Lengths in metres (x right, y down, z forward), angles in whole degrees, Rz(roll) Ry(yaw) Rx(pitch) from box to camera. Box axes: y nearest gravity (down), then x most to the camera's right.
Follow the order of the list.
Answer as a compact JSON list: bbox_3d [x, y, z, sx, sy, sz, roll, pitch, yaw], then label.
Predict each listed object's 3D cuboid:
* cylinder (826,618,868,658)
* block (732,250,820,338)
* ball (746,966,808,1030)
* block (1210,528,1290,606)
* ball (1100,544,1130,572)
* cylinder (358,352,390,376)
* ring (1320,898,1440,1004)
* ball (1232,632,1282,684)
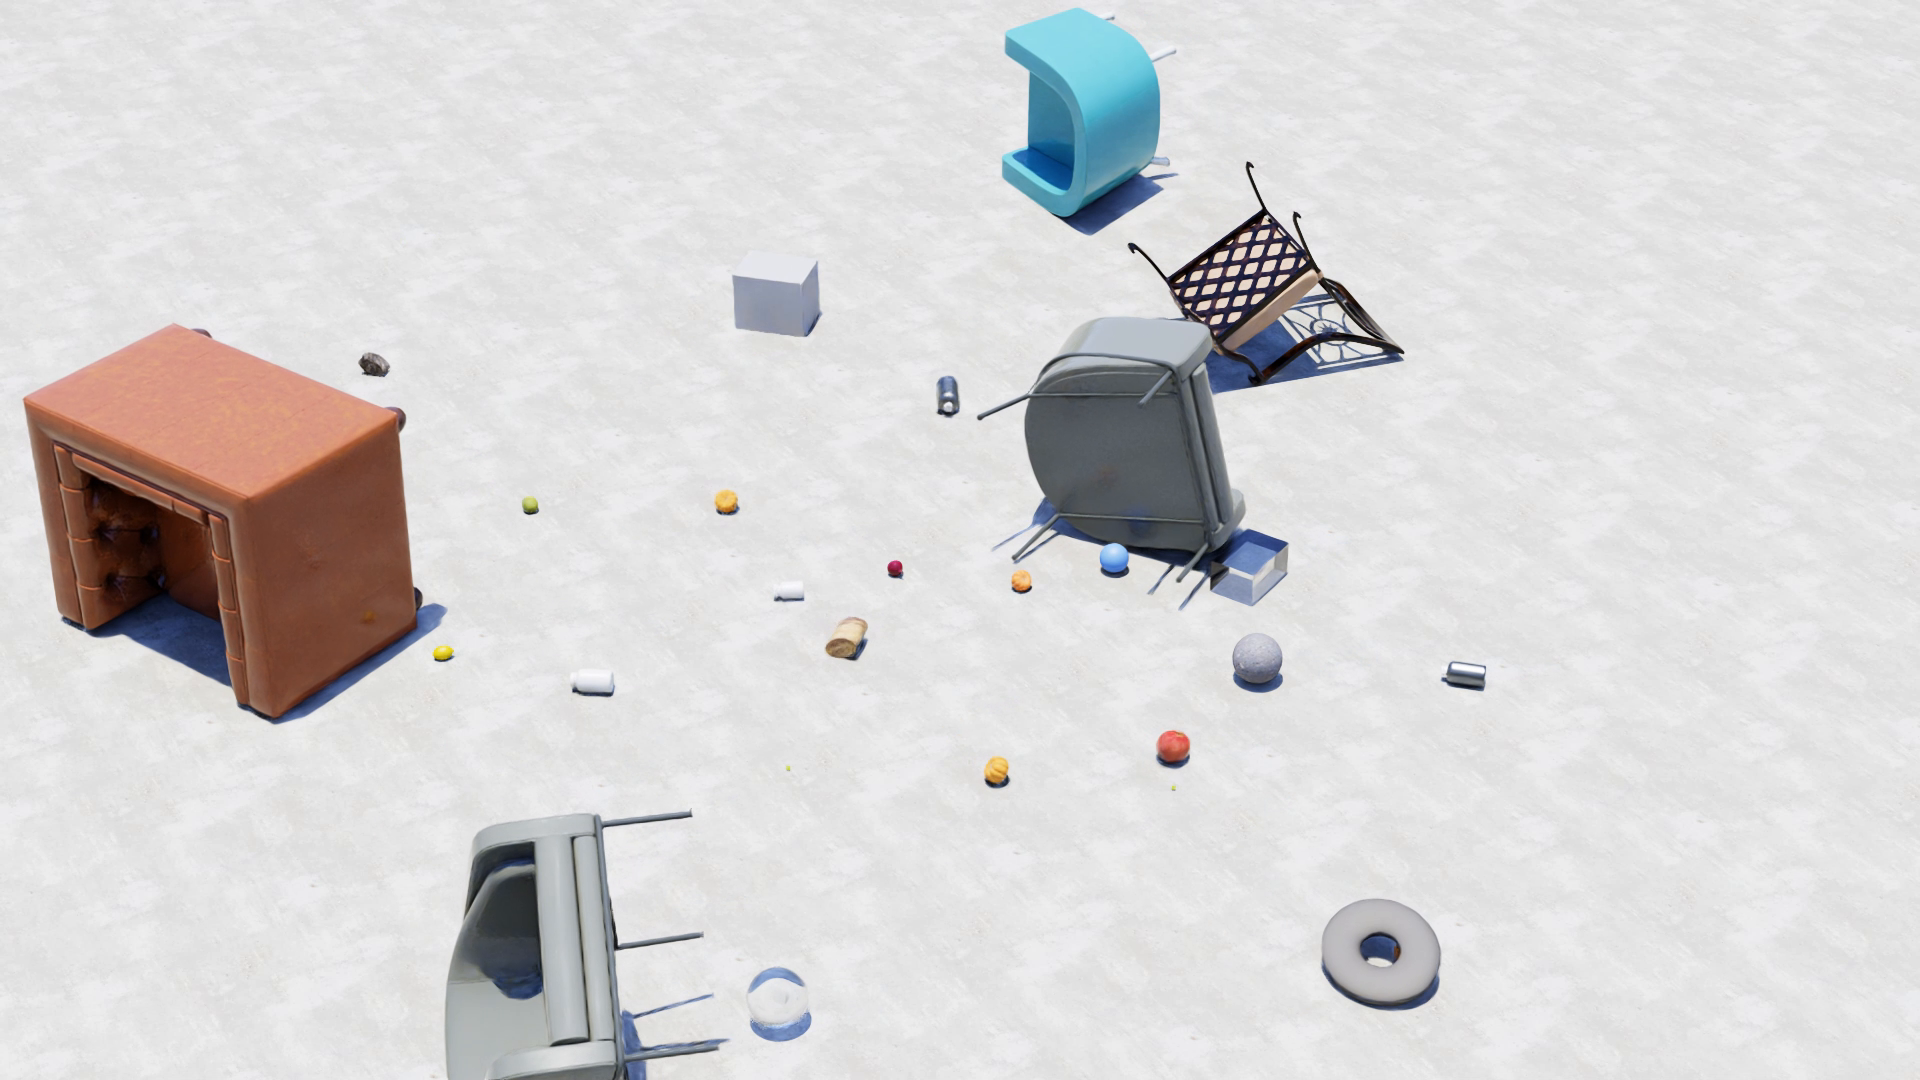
[{"bbox_3d":[-0.399,0.344,10.340,0.120,0.081,0.137,-14,26,28],"label":"cylinder"},{"bbox_3d":[-0.768,-1.031,12.278,0.303,0.255,0.223,8,35,13],"label":"block"},{"bbox_3d":[-0.543,1.361,8.710,0.186,0.186,0.186,0,33,0],"label":"ball"},{"bbox_3d":[1.054,0.098,10.672,0.174,0.136,0.262,21,39,28],"label":"block"},{"bbox_3d":[0.565,0.066,10.745,0.109,0.109,0.109,0,33,0],"label":"ball"},{"bbox_3d":[-2.391,-0.717,11.963,0.116,0.062,0.061,29,35,-5],"label":"cylinder"},{"bbox_3d":[1.276,1.247,8.898,0.343,0.097,0.381,-37,53,-17],"label":"ring"},{"bbox_3d":[1.031,0.410,10.163,0.176,0.176,0.176,0,33,0],"label":"ball"}]
